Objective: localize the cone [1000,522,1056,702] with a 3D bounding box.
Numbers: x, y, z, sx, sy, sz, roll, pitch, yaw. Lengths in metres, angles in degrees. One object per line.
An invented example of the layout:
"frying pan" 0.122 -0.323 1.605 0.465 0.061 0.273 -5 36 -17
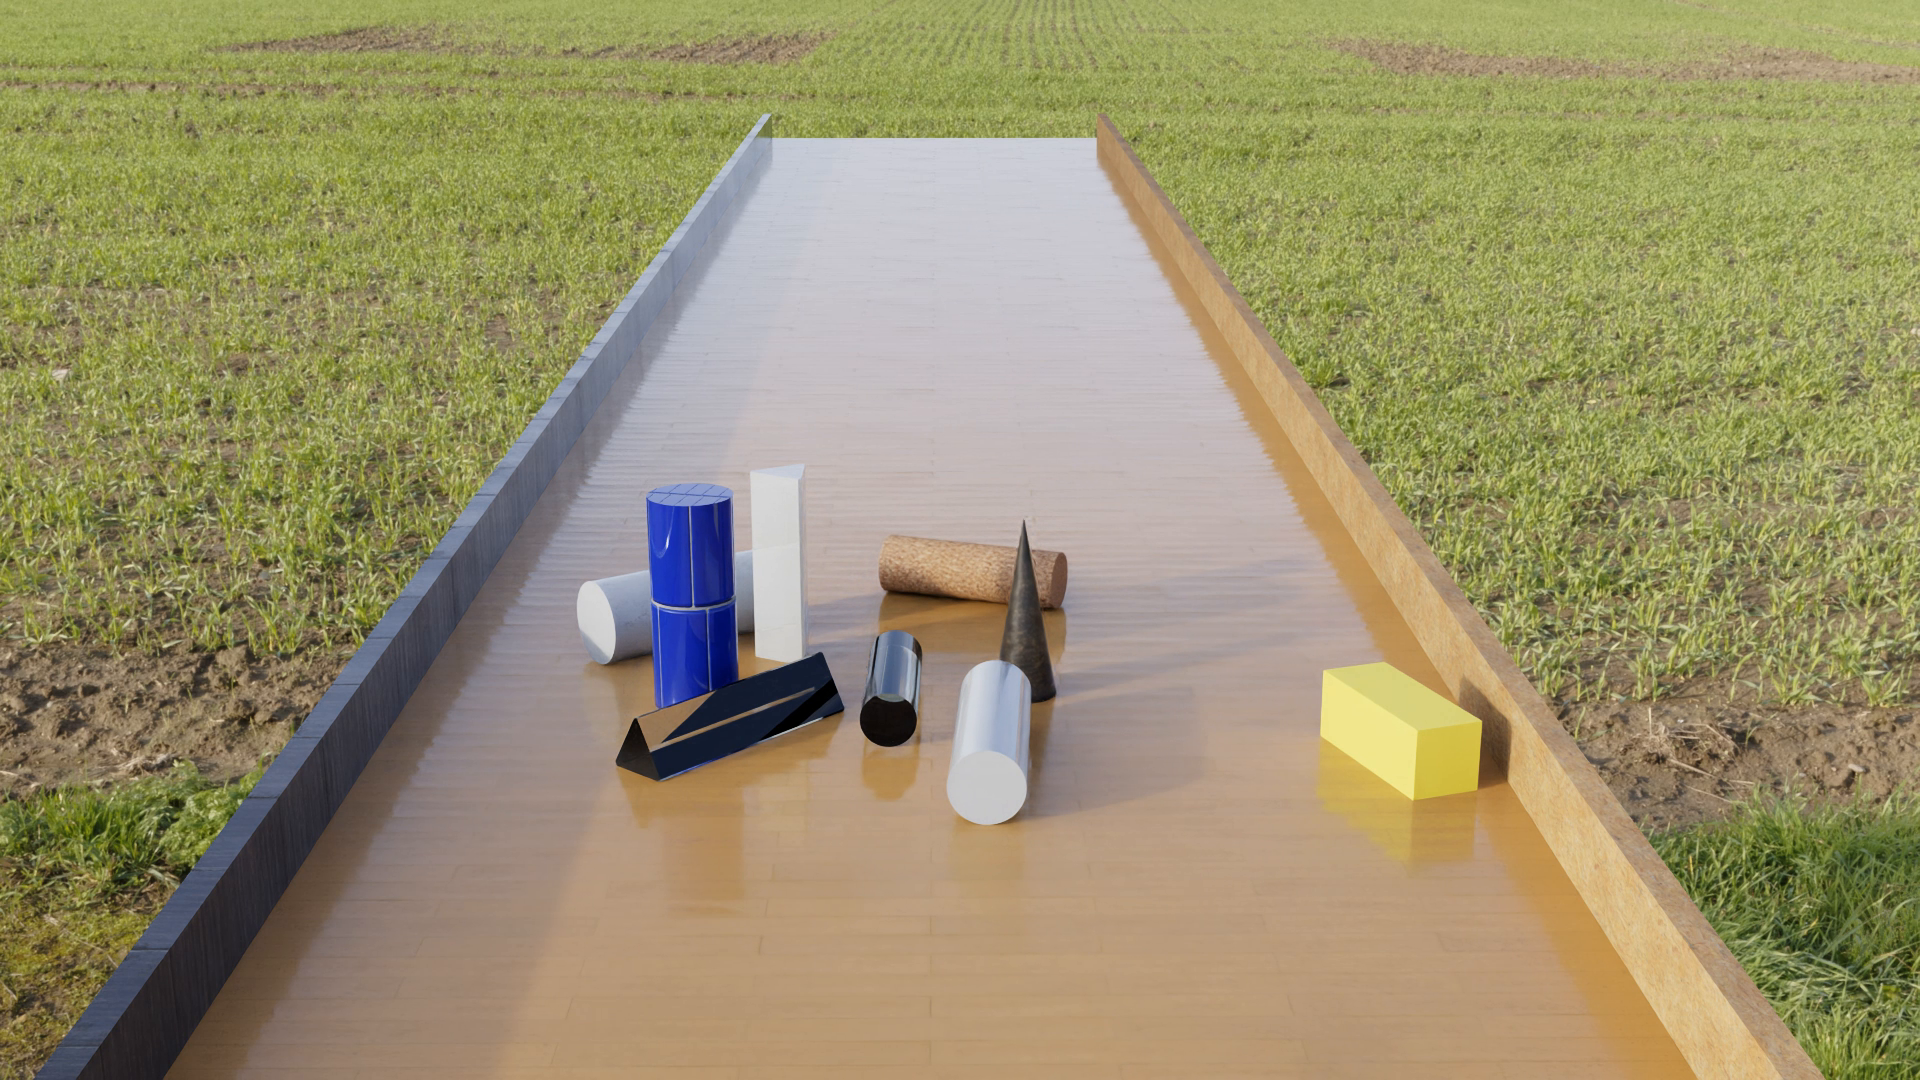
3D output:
"cone" 0.123 0.124 4.188 0.122 0.352 0.122 -1 16 0

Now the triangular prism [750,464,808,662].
"triangular prism" -0.337 0.045 4.400 0.117 0.385 0.102 9 19 28

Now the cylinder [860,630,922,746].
"cylinder" -0.127 0.274 4.122 0.103 0.103 0.349 0 17 1

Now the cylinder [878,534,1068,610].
"cylinder" 0.028 0.069 4.778 0.393 0.123 0.123 6 18 19

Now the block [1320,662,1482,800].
"block" 0.774 0.333 3.884 0.127 0.127 0.318 -6 18 -19

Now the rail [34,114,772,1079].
"rail" -1.118 -0.838 7.780 0.050 0.150 12.000 0 17 -1

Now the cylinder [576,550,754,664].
"cylinder" -0.560 0.131 4.490 0.405 0.169 0.169 -12 20 -34

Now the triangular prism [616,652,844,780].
"triangular prism" -0.413 0.309 4.000 0.118 0.102 0.457 14 22 39

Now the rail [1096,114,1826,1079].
"rail" 0.932 -0.844 7.801 0.050 0.150 12.000 0 17 -1

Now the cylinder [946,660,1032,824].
"cylinder" 0.055 0.346 3.833 0.132 0.132 0.440 1 17 3

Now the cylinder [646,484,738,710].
"cylinder" -0.500 0.112 4.129 0.160 0.410 0.160 0 17 0
